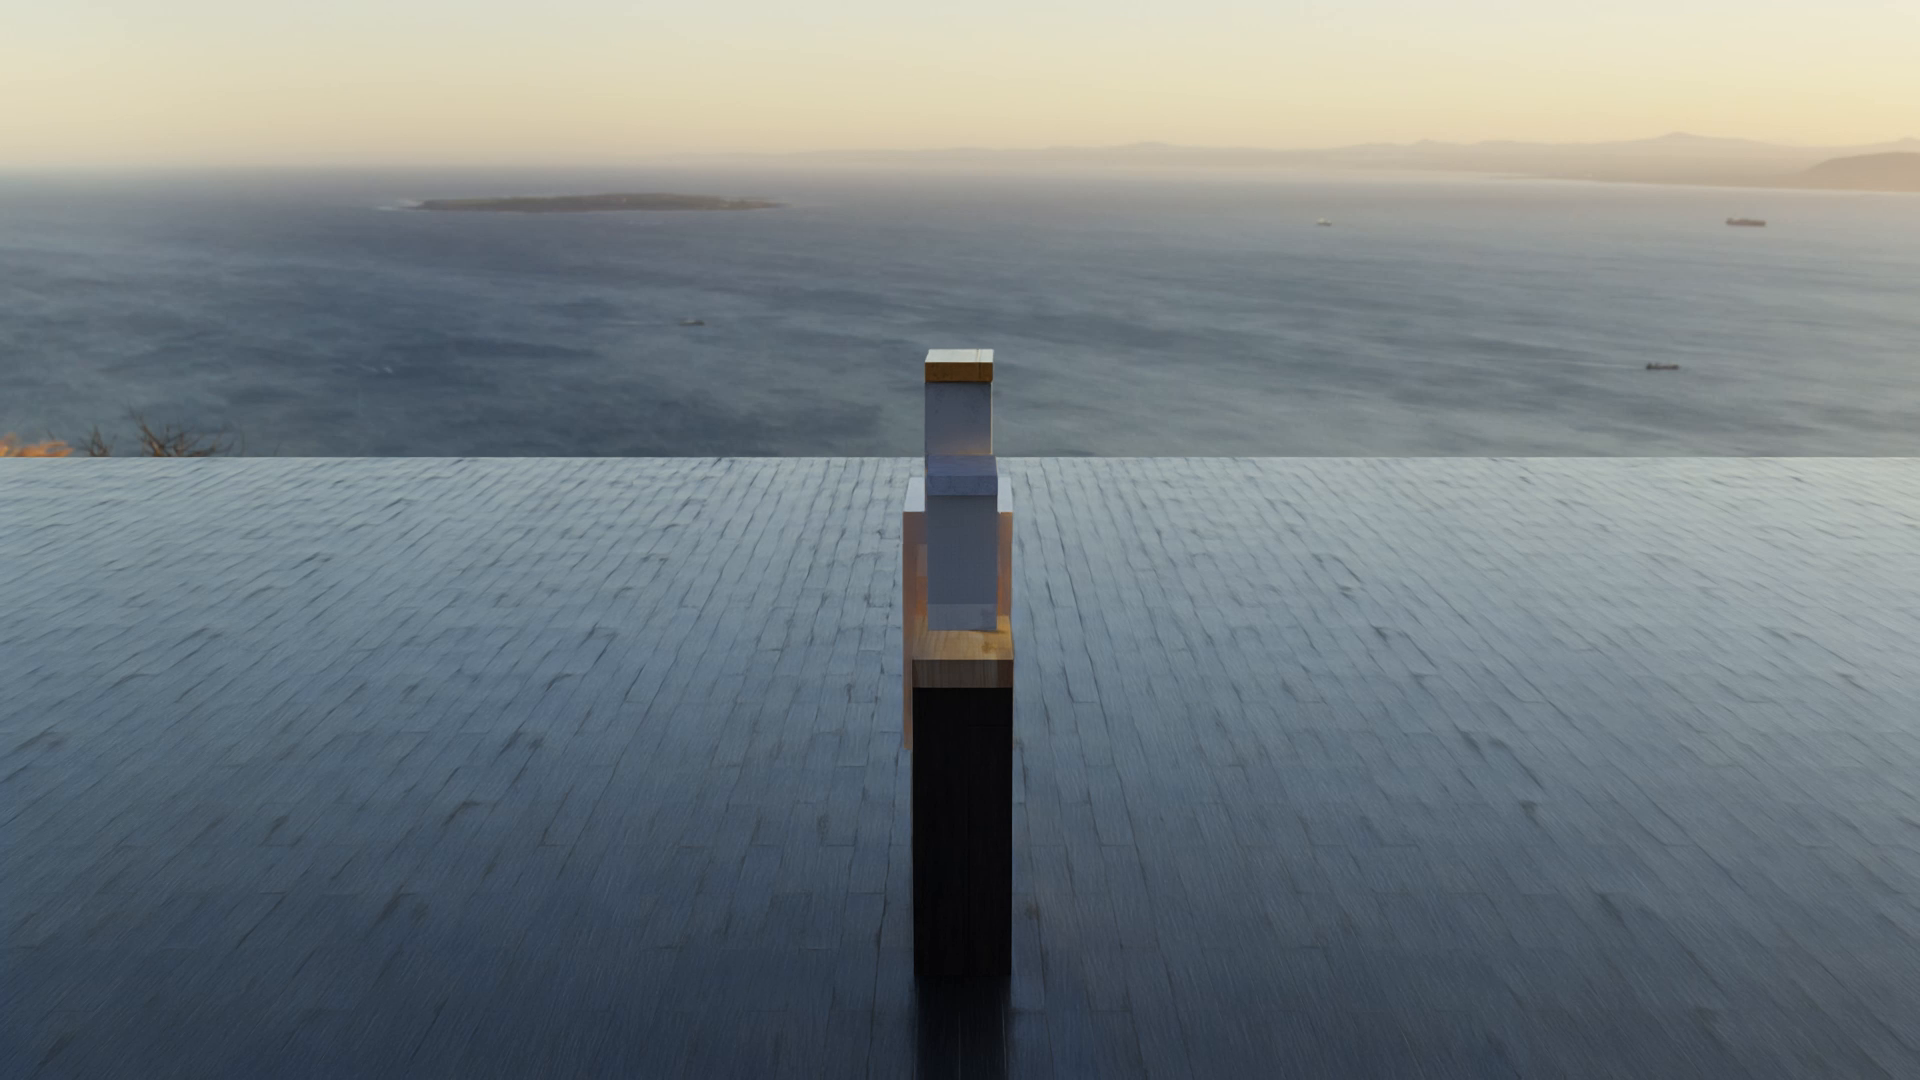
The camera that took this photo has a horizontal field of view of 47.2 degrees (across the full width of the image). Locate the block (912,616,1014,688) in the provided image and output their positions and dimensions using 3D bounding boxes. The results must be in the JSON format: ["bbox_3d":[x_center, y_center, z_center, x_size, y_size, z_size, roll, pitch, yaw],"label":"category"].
[{"bbox_3d":[0.004,0.168,3.346,0.148,0.042,0.295,0,10,0],"label":"block"}]

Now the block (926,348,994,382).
[{"bbox_3d":[0.001,-0.289,3.620,0.108,0.031,0.216,0,11,1],"label":"block"}]

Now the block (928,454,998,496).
[{"bbox_3d":[0.004,-0.102,3.429,0.107,0.030,0.214,0,11,0],"label":"block"}]

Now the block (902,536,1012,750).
[{"bbox_3d":[-0.005,0.170,3.682,0.180,0.359,0.051,0,11,-1],"label":"block"}]

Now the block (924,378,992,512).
[{"bbox_3d":[-0.003,-0.154,3.573,0.108,0.216,0.031,1,11,3],"label":"block"}]

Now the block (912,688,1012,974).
[{"bbox_3d":[0.004,0.429,3.295,0.148,0.453,0.042,0,11,0],"label":"block"}]

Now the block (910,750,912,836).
[{"bbox_3d":[0.001,0.240,3.939,0.180,0.590,0.051,0,10,0],"label":"block"}]

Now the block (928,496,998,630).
[{"bbox_3d":[0.004,0.031,3.381,0.107,0.214,0.030,0,10,0],"label":"block"}]

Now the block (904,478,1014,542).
[{"bbox_3d":[-0.001,-0.054,3.763,0.180,0.051,0.359,0,11,1],"label":"block"}]
